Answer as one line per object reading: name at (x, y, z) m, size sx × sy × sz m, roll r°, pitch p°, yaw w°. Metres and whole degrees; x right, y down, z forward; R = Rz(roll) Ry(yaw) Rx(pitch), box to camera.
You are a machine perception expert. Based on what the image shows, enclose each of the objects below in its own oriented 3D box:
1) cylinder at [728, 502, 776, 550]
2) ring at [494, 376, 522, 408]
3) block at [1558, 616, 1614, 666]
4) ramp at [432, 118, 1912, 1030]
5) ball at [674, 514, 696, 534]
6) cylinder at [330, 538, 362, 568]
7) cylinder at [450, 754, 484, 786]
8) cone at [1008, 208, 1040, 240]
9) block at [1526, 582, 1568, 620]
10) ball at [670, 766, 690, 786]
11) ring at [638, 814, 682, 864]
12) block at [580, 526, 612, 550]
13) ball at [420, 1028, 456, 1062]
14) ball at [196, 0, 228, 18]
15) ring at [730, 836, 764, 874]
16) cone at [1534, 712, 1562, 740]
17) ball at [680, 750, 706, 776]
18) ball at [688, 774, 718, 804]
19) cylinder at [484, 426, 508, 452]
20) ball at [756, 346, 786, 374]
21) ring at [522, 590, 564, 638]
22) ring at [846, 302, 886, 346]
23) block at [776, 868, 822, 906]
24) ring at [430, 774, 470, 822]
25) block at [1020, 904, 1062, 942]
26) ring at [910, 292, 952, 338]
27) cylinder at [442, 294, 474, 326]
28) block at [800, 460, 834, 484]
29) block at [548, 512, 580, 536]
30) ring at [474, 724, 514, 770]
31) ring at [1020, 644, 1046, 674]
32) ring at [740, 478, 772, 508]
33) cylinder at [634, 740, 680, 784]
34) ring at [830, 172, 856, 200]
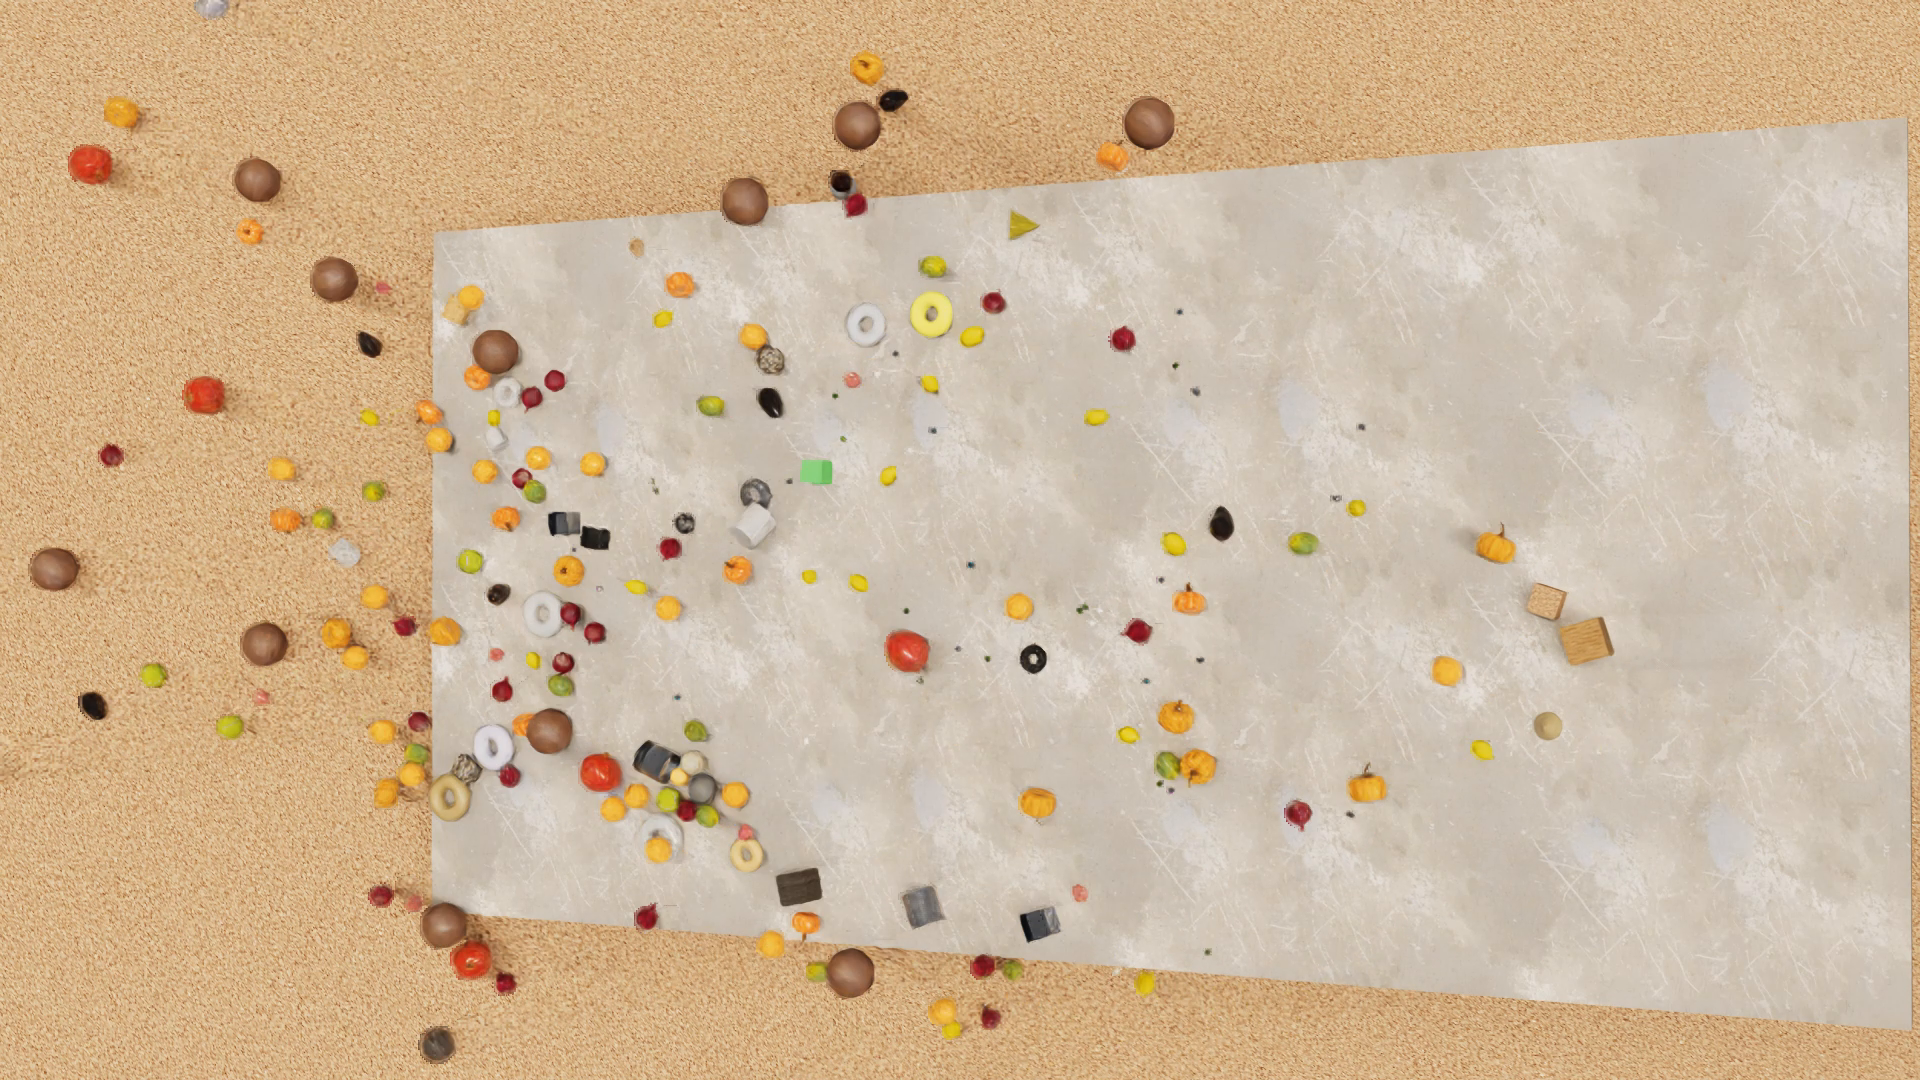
cylinder at (-0.562, -0.038, 5.956) m, size 0.091 × 0.091 × 0.091 m, roll 41°, pitch 68°, yaw 0°
ring at (-1.307, -0.426, 6.359) m, size 0.093 × 0.031 × 0.093 m, roll -2°, pitch 86°, yaw 25°
block at (1.441, 0.233, 5.056) m, size 0.090 × 0.090 × 0.090 m, roll -19°, pitch 82°, yaw 23°
ramp at (0.282, 0.082, 5.695) m, size 4.000 × 0.100 × 2.000 m, roll 0°, pitch 89°, yaw 25°
ball at (-0.762, -0.045, 6.090) m, size 0.056 × 0.056 × 0.056 m, roll 0°, pitch 89°, yaw 0°
cylinder at (-1.821, 0.039, 6.518) m, size 0.063 × 0.063 × 0.063 m, roll -43°, pitch 127°, yaw 0°
cylinder at (-1.433, 0.666, 6.384) m, size 0.068 × 0.068 × 0.068 m, roll 41°, pitch 89°, yaw 20°
cone at (0.169, -0.814, 5.682) m, size 0.080 × 0.080 × 0.080 m, roll 3°, pitch 89°, yaw -2°
block at (1.363, 0.142, 5.106) m, size 0.067 × 0.067 × 0.067 m, roll 20°, pitch 98°, yaw 24°
ball at (-0.774, 0.656, 6.089) m, size 0.055 × 0.055 × 0.055 m, roll 0°, pitch 89°, yaw 0°
ring at (-0.835, 0.831, 6.119) m, size 0.142 × 0.047 × 0.142 m, roll 0°, pitch 90°, yaw 26°
block at (-1.029, -0.005, 6.212) m, size 0.057 × 0.057 × 0.057 m, roll 11°, pitch 94°, yaw 24°
ball at (-1.545, 1.493, 6.510) m, size 0.099 × 0.099 × 0.099 m, roll 0°, pitch 89°, yaw 0°
ball at (-2.228, -1.603, 6.550) m, size 0.091 × 0.091 × 0.091 m, roll 0°, pitch 89°, yaw 0°
ring at (-0.583, 0.860, 6.011) m, size 0.101 × 0.034 × 0.101 m, roll 0°, pitch 90°, yaw 24°
cone at (1.359, 0.434, 5.104) m, size 0.067 × 0.067 × 0.067 m, roll 0°, pitch 89°, yaw 25°
ball at (-0.735, 0.615, 6.063) m, size 0.070 × 0.070 × 0.070 m, roll 0°, pitch 89°, yaw 0°
ball at (-0.708, 0.684, 6.043) m, size 0.082 × 0.082 × 0.082 m, roll 0°, pitch 89°, yaw 0°
cylinder at (-1.341, -0.291, 6.361) m, size 0.052 × 0.052 × 0.052 m, roll -32°, pitch 75°, yaw 0°
ball at (-0.513, -0.487, 5.970) m, size 0.076 × 0.076 × 0.076 m, roll 0°, pitch 89°, yaw 0°
ring at (-1.192, 0.211, 6.292) m, size 0.136 × 0.045 × 0.136 m, roll 0°, pitch 91°, yaw 25°
ring at (-0.250, -0.575, 5.872) m, size 0.117 × 0.039 × 0.117 m, roll -1°, pitch 88°, yaw 24°
block at (-0.432, 0.932, 5.912) m, size 0.084 × 0.084 × 0.084 m, roll -13°, pitch 84°, yaw 24°
ring at (-1.490, 0.752, 6.422) m, size 0.139 × 0.046 × 0.139 m, roll -1°, pitch 88°, yaw 26°
block at (0.206, 0.981, 5.625) m, size 0.071 × 0.071 × 0.071 m, roll -20°, pitch 81°, yaw 23°
ring at (-0.075, -0.594, 5.790) m, size 0.123 × 0.041 × 0.123 m, roll 0°, pitch 90°, yaw 26°
cylinder at (-1.461, -0.669, 6.393) m, size 0.071 × 0.071 × 0.071 m, roll 26°, pitch 96°, yaw 0°
block at (-0.385, -0.184, 5.916) m, size 0.062 × 0.062 × 0.062 m, roll 4°, pitch 91°, yaw 25°
block at (-1.124, -0.046, 6.253) m, size 0.063 × 0.063 × 0.063 m, roll -4°, pitch 88°, yaw 25°
ring at (-1.347, 0.597, 6.351) m, size 0.139 × 0.046 × 0.139 m, roll 4°, pitch 98°, yaw 30°
ring at (0.189, 0.306, 5.667) m, size 0.075 × 0.025 × 0.075 m, roll -1°, pitch 88°, yaw 26°
ring at (-0.559, -0.123, 6.007) m, size 0.095 × 0.032 × 0.095 m, roll 4°, pitch 101°, yaw 23°
cylinder at (-0.840, 0.616, 6.098) m, size 0.093 × 0.093 × 0.093 m, roll 23°, pitch 89°, yaw 23°
ring at (-0.347, -1.050, 6.558) m, size 0.092 × 0.031 × 0.092 m, roll 13°, pitch 114°, yaw 31°
